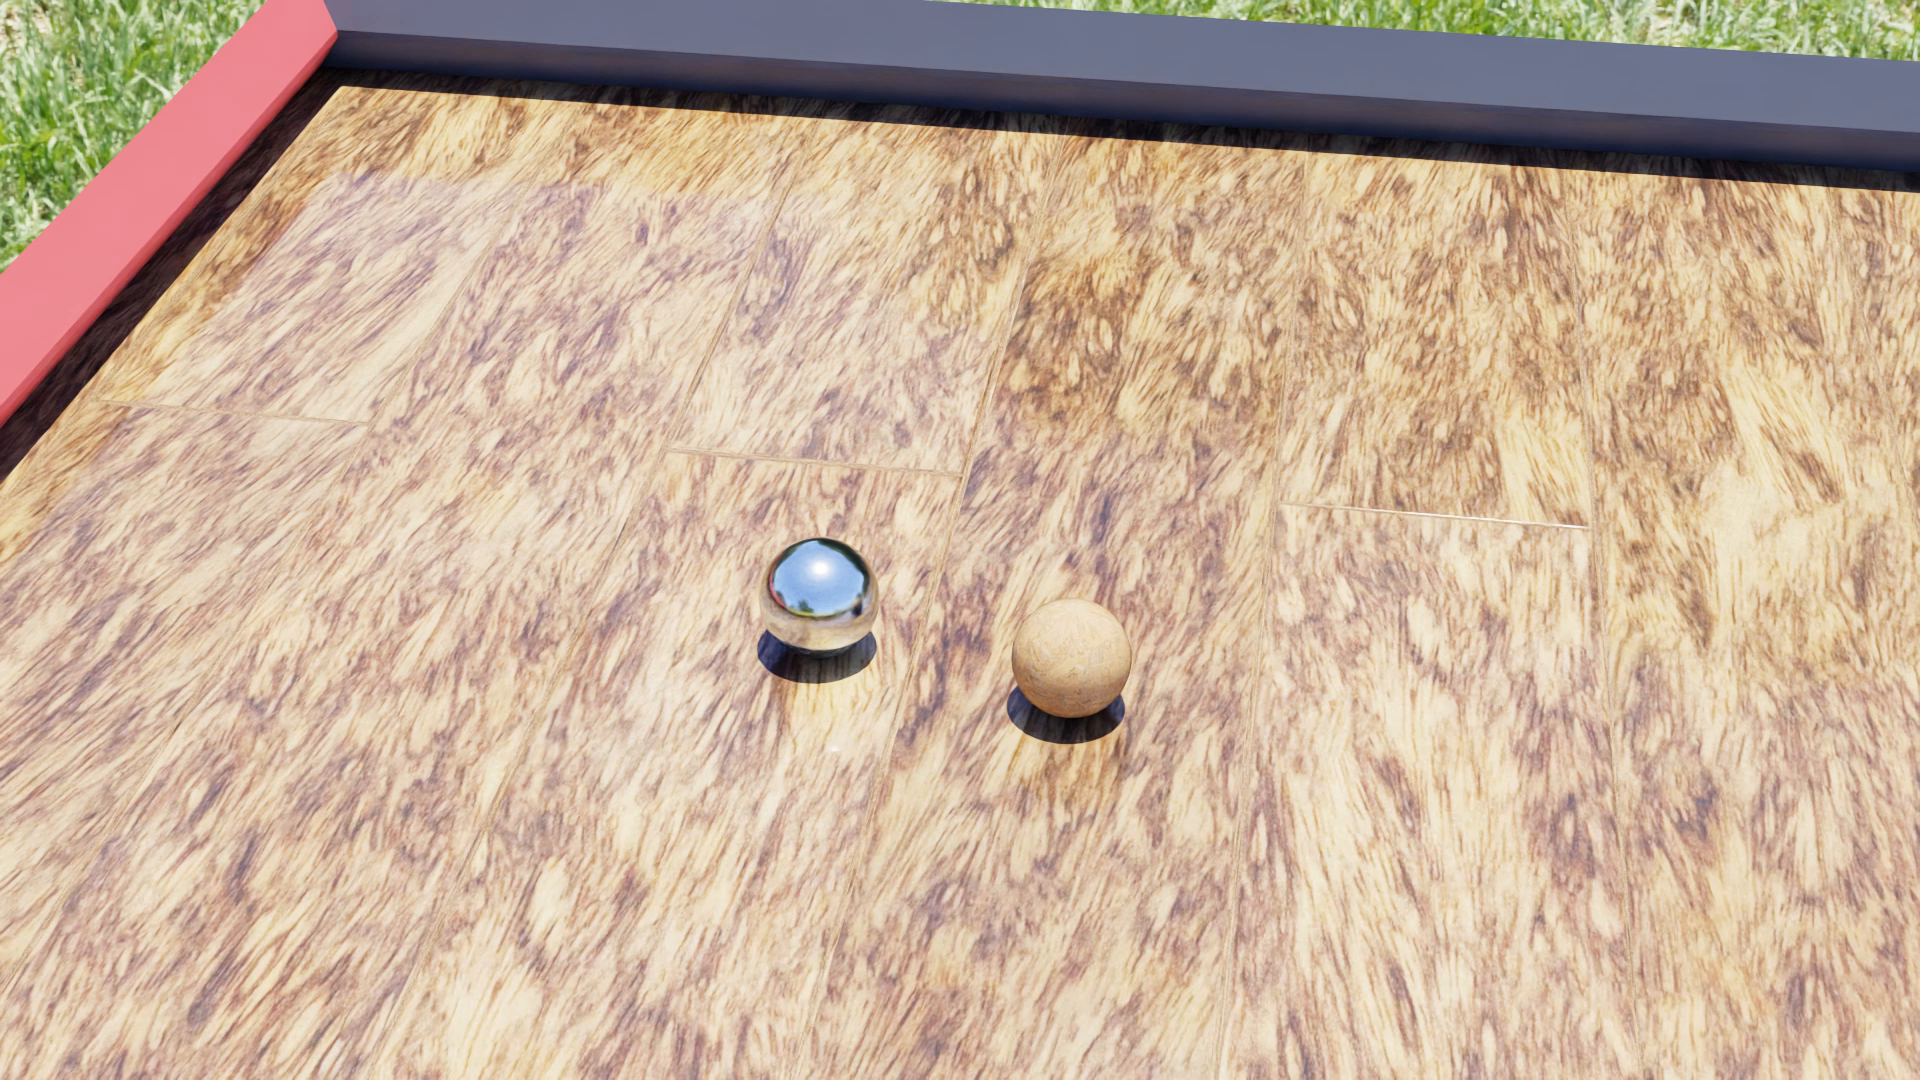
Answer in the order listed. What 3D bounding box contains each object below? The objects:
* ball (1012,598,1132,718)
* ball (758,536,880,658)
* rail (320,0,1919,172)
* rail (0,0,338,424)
[{"bbox_3d":[0.078,0.083,1.802,0.085,0.085,0.085,0,34,0],"label":"ball"},{"bbox_3d":[-0.102,0.042,1.859,0.088,0.088,0.088,0,34,0],"label":"ball"},{"bbox_3d":[0.944,-0.398,2.478,3.306,0.115,0.045,5,35,7],"label":"rail"},{"bbox_3d":[-0.793,-0.083,2.016,0.045,0.115,1.691,5,35,7],"label":"rail"}]
